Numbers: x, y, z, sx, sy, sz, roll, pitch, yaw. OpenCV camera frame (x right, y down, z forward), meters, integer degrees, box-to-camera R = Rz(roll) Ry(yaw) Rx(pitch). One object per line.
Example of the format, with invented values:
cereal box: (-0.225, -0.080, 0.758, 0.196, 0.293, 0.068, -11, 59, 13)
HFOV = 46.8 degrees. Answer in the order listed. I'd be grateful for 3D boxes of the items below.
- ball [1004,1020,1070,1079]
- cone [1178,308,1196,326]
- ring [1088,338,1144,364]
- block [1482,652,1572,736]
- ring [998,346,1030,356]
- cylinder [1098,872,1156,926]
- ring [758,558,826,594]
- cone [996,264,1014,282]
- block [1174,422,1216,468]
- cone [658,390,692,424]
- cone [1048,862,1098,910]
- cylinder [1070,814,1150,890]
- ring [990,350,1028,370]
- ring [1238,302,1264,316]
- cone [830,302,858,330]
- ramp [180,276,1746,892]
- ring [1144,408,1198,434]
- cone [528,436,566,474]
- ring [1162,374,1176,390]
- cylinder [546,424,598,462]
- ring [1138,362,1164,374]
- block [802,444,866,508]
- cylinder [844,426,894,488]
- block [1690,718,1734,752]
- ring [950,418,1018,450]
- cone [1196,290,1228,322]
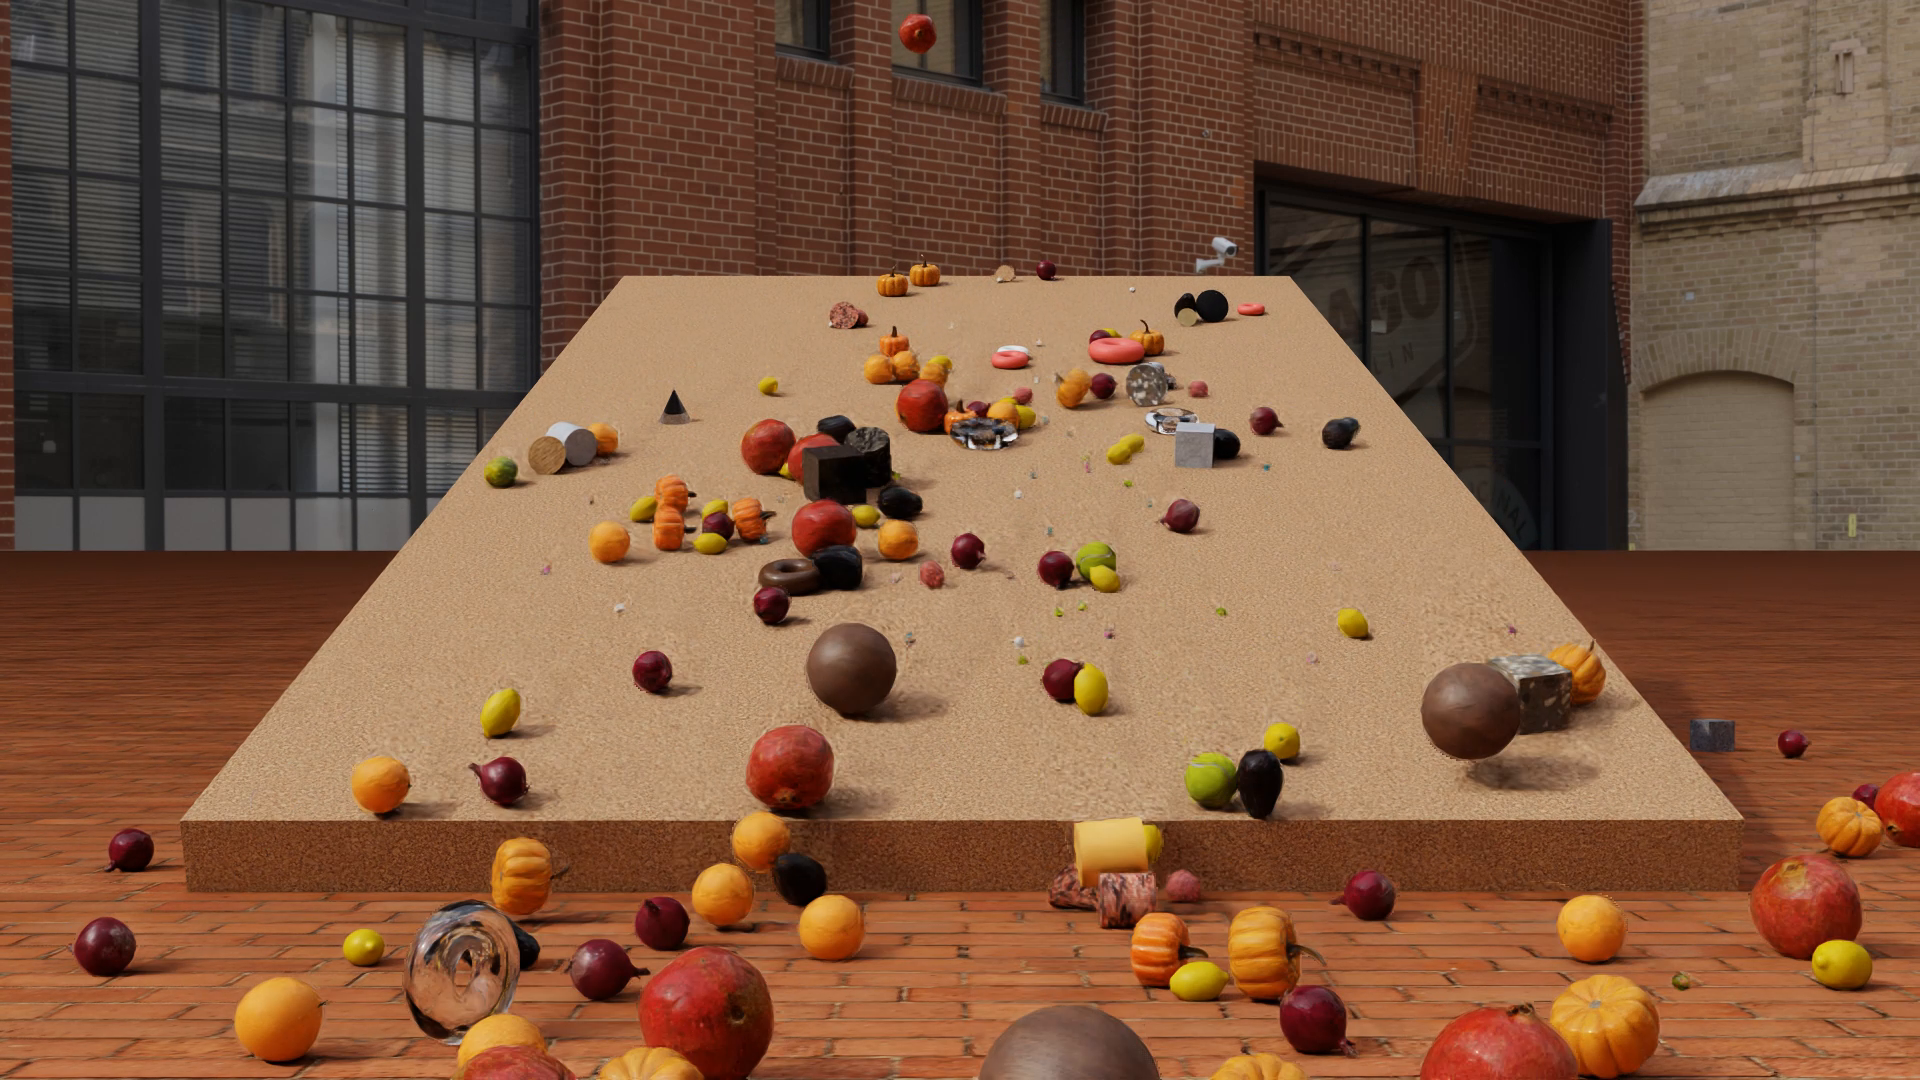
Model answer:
ball: (0.064, 0.424, 1.829, 0.055, 0.055, 0.055, 0, 0, 0)
cone: (0.610, -0.590, 5.951, 0.051, 0.051, 0.051, 0, -10, 8)
ring: (0.388, -0.470, 5.509, 0.140, 0.047, 0.140, 1, 16, 0)
block: (0.806, 0.218, 3.152, 0.086, 0.086, 0.086, -6, 18, -18)
ring: (0.133, -0.466, 5.531, 0.081, 0.027, 0.081, 1, 17, 0)
cylinder: (0.195, 0.421, 2.600, 0.062, 0.062, 0.062, -2, 0, -1)
ring: (-0.284, 0.062, 3.753, 0.115, 0.038, 0.115, -1, 17, 0)
cone: (0.144, -0.784, 6.591, 0.056, 0.056, 0.056, 0, -11, 18)
block: (0.481, -0.194, 4.538, 0.076, 0.076, 0.076, 3, 17, 9)
cone: (-0.629, -0.298, 4.885, 0.073, 0.073, 0.073, 0, 17, 0)
cone: (0.153, 0.439, 2.723, 0.063, 0.063, 0.063, 32, 18, 32)
cylinder: (0.182, 0.377, 2.679, 0.078, 0.078, 0.078, -12, 1, -7)
ring: (0.122, -0.442, 5.442, 0.093, 0.031, 0.093, -2, 20, 1)
ring: (0.800, -0.634, 6.095, 0.075, 0.025, 0.075, -1, 17, 0)
cone: (-0.308, -0.590, 5.927, 0.076, 0.076, 0.076, 0, -10, 1)
ramp: (-0.003, -0.170, 4.763, 2.000, 0.100, 4.000, 0, 17, 0)
ring: (0.461, -0.259, 4.820, 0.118, 0.039, 0.118, 1, 17, 0)
cone: (-0.825, -0.163, 4.503, 0.080, 0.080, 0.080, 0, -11, 9)
ring: (0.466, -0.372, 5.213, 0.088, 0.029, 0.088, 1, 16, 0)
cylinder: (-0.797, -0.198, 4.544, 0.078, 0.078, 0.078, 0, 1, -42)
ring: (0.444, -0.399, 5.261, 0.084, 0.028, 0.084, -8, -13, -2)
block: (-0.242, -0.124, 4.273, 0.095, 0.095, 0.095, -7, 18, -21)
cylinder: (-0.179, -0.163, 4.368, 0.087, 0.087, 0.087, -4, 38, 3)
block: (1.633, 0.424, 4.815, 0.066, 0.066, 0.066, 0, 0, -19)
ring: (0.051, -0.225, 4.693, 0.144, 0.048, 0.144, 1, 16, 0)
cone: (0.674, -0.623, 6.027, 0.092, 0.092, 0.092, 0, -10, -8)
